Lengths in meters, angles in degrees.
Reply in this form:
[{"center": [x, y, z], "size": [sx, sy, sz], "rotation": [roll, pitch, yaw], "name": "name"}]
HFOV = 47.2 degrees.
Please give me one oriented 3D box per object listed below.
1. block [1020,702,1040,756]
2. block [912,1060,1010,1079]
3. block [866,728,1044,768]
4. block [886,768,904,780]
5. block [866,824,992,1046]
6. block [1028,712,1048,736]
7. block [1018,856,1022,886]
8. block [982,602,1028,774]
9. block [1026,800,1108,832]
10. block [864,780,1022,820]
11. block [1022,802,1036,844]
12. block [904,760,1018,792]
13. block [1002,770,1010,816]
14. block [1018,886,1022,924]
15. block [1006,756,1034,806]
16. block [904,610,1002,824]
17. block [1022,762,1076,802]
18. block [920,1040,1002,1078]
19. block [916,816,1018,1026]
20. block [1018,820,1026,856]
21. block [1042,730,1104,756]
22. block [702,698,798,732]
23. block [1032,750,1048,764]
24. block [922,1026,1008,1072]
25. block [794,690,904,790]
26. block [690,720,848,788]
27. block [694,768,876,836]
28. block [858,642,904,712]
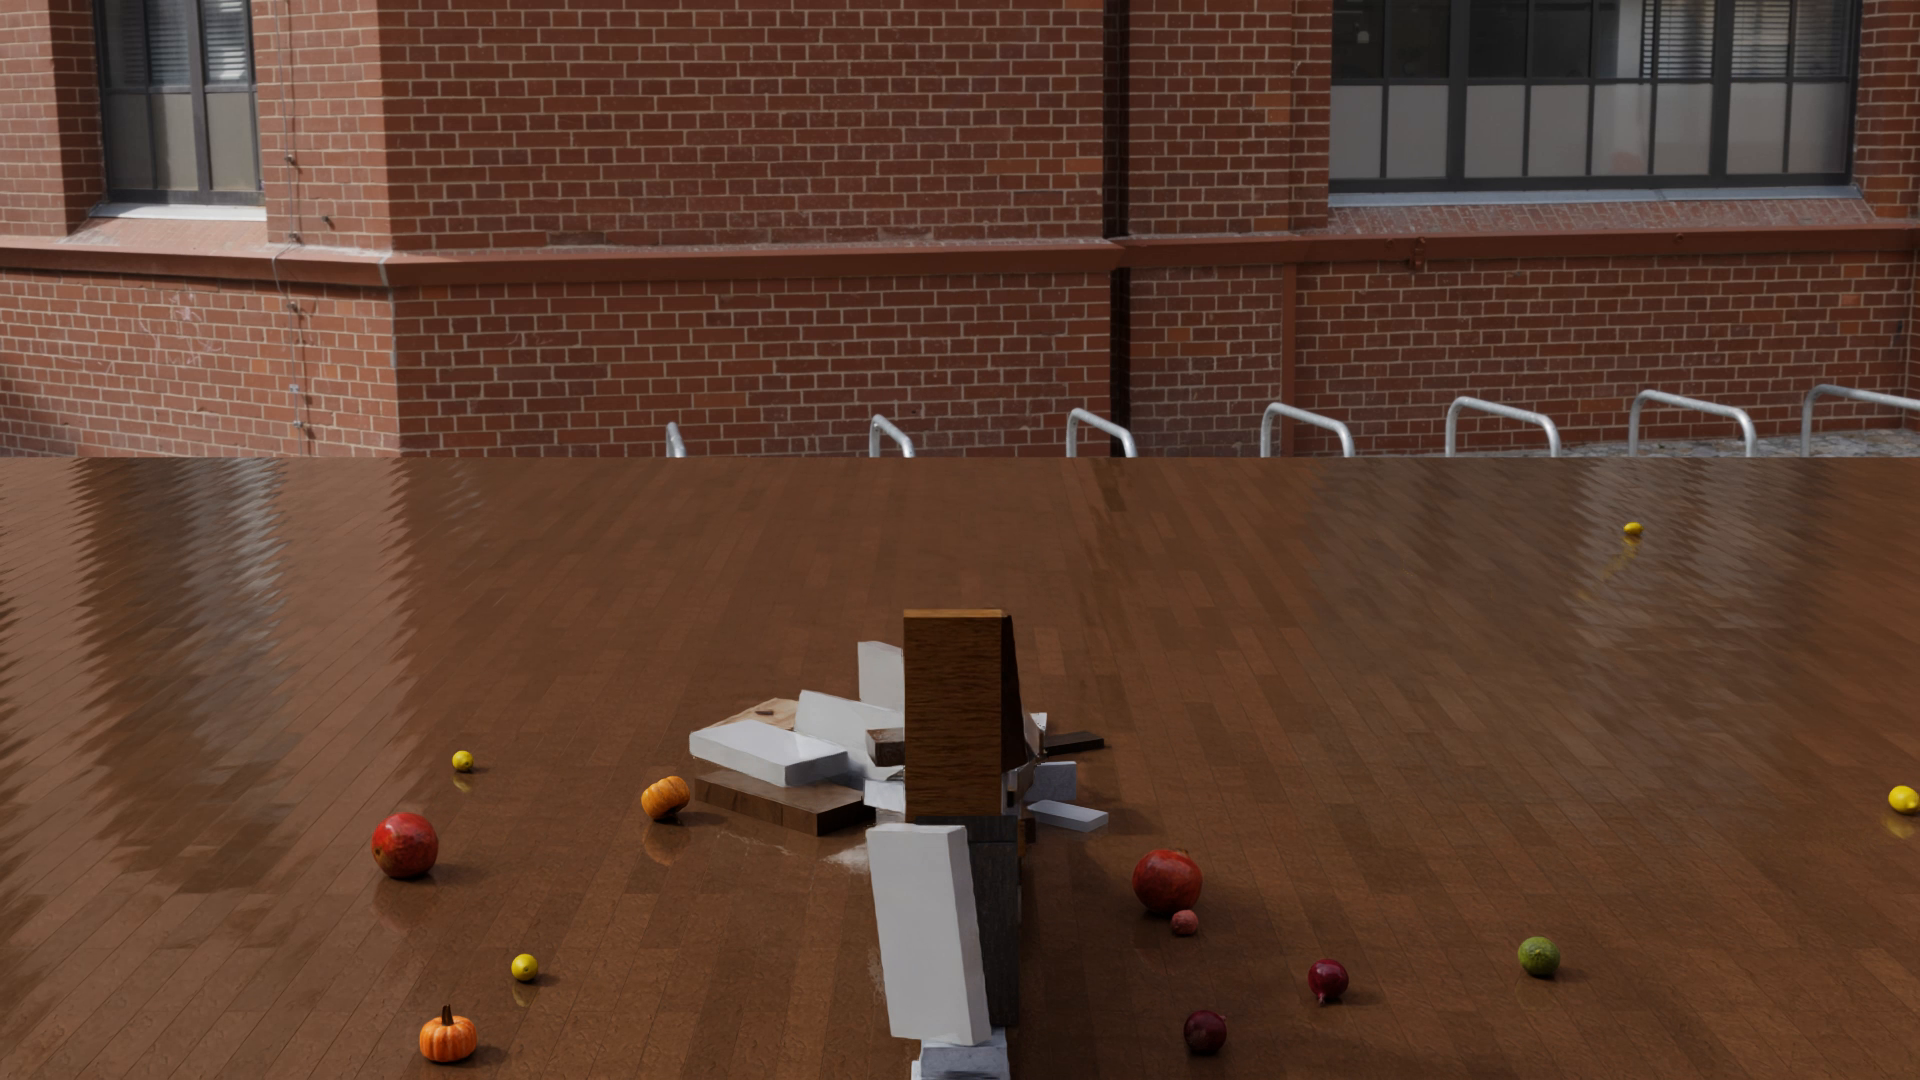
[{"center": [0.035, 0.308, 3.605], "size": [0.162, 0.046, 0.323], "rotation": [3, -12, 8], "name": "block"}, {"center": [0.000, 0.764, 2.629], "size": [0.130, 0.037, 0.601], "rotation": [0, 11, 0], "name": "block"}, {"center": [-0.012, 0.371, 4.026], "size": [0.304, 0.043, 0.152], "rotation": [-3, 5, -9], "name": "block"}, {"center": [-0.014, 0.421, 3.940], "size": [0.148, 0.042, 0.297], "rotation": [-1, 5, 17], "name": "block"}, {"center": [-0.039, 0.478, 2.676], "size": [0.130, 0.259, 0.037], "rotation": [-4, 5, 39], "name": "block"}, {"center": [0.148, 0.394, 4.668], "size": [0.071, 0.020, 0.141], "rotation": [1, 11, 4], "name": "block"}, {"center": [0.011, 0.530, 3.586], "size": [0.174, 0.049, 0.348], "rotation": [0, -6, 1], "name": "block"}, {"center": [0.017, 0.212, 2.920], "size": [0.123, 0.246, 0.035], "rotation": [-20, 34, -20], "name": "block"}, {"center": [0.195, 0.508, 4.055], "size": [0.141, 0.020, 0.071], "rotation": [8, 13, 35], "name": "block"}, {"center": [-0.031, 0.427, 3.619], "size": [0.148, 0.042, 0.297], "rotation": [4, -3, -25], "name": "block"}, {"center": [0.024, 0.470, 3.859], "size": [0.148, 0.042, 0.422], "rotation": [-3, 5, -7], "name": "block"}, {"center": [0.008, 0.329, 3.308], "size": [0.162, 0.046, 0.376], "rotation": [4, 0, 2], "name": "block"}, {"center": [-0.002, 0.380, 2.978], "size": [0.123, 0.246, 0.035], "rotation": [8, -29, -3], "name": "block"}, {"center": [0.006, 0.555, 3.362], "size": [0.174, 0.049, 0.348], "rotation": [0, -8, 1], "name": "block"}, {"center": [0.022, 0.376, 3.493], "size": [0.162, 0.046, 0.323], "rotation": [4, 0, 7], "name": "block"}, {"center": [-0.008, 0.298, 2.831], "size": [0.123, 0.421, 0.035], "rotation": [0, 13, 0], "name": "block"}, {"center": [0.150, 0.460, 4.177], "size": [0.141, 0.071, 0.020], "rotation": [-2, 11, -9], "name": "block"}, {"center": [-0.001, 0.673, 2.886], "size": [0.101, 0.029, 0.313], "rotation": [0, -7, -1], "name": "block"}, {"center": [0.008, 0.481, 2.781], "size": [0.130, 0.259, 0.037], "rotation": [0, -13, 0], "name": "block"}, {"center": [0.008, 0.452, 3.353], "size": [0.174, 0.049, 0.348], "rotation": [1, -7, 0], "name": "block"}, {"center": [0.218, 0.419, 4.533], "size": [0.141, 0.020, 0.071], "rotation": [-6, 12, -28], "name": "block"}, {"center": [-0.402, 0.396, 4.588], "size": [0.159, 0.045, 0.319], "rotation": [5, 12, 26], "name": "block"}, {"center": [0.085, 0.409, 4.130], "size": [0.141, 0.020, 0.071], "rotation": [-24, 56, -25], "name": "block"}, {"center": [0.005, 0.625, 2.739], "size": [0.101, 0.029, 0.203], "rotation": [0, -1, -1], "name": "block"}, {"center": [-0.198, 0.397, 4.257], "size": [0.319, 0.159, 0.045], "rotation": [10, -1, 42], "name": "block"}, {"center": [-0.373, 0.412, 4.267], "size": [0.152, 0.043, 0.304], "rotation": [-10, 15, -41], "name": "block"}, {"center": [-0.330, 0.483, 4.126], "size": [0.334, 0.043, 0.152], "rotation": [9, 14, 42], "name": "block"}, {"center": [-0.124, 0.307, 4.493], "size": [0.045, 0.159, 0.622], "rotation": [-2, 2, -14], "name": "block"}]
